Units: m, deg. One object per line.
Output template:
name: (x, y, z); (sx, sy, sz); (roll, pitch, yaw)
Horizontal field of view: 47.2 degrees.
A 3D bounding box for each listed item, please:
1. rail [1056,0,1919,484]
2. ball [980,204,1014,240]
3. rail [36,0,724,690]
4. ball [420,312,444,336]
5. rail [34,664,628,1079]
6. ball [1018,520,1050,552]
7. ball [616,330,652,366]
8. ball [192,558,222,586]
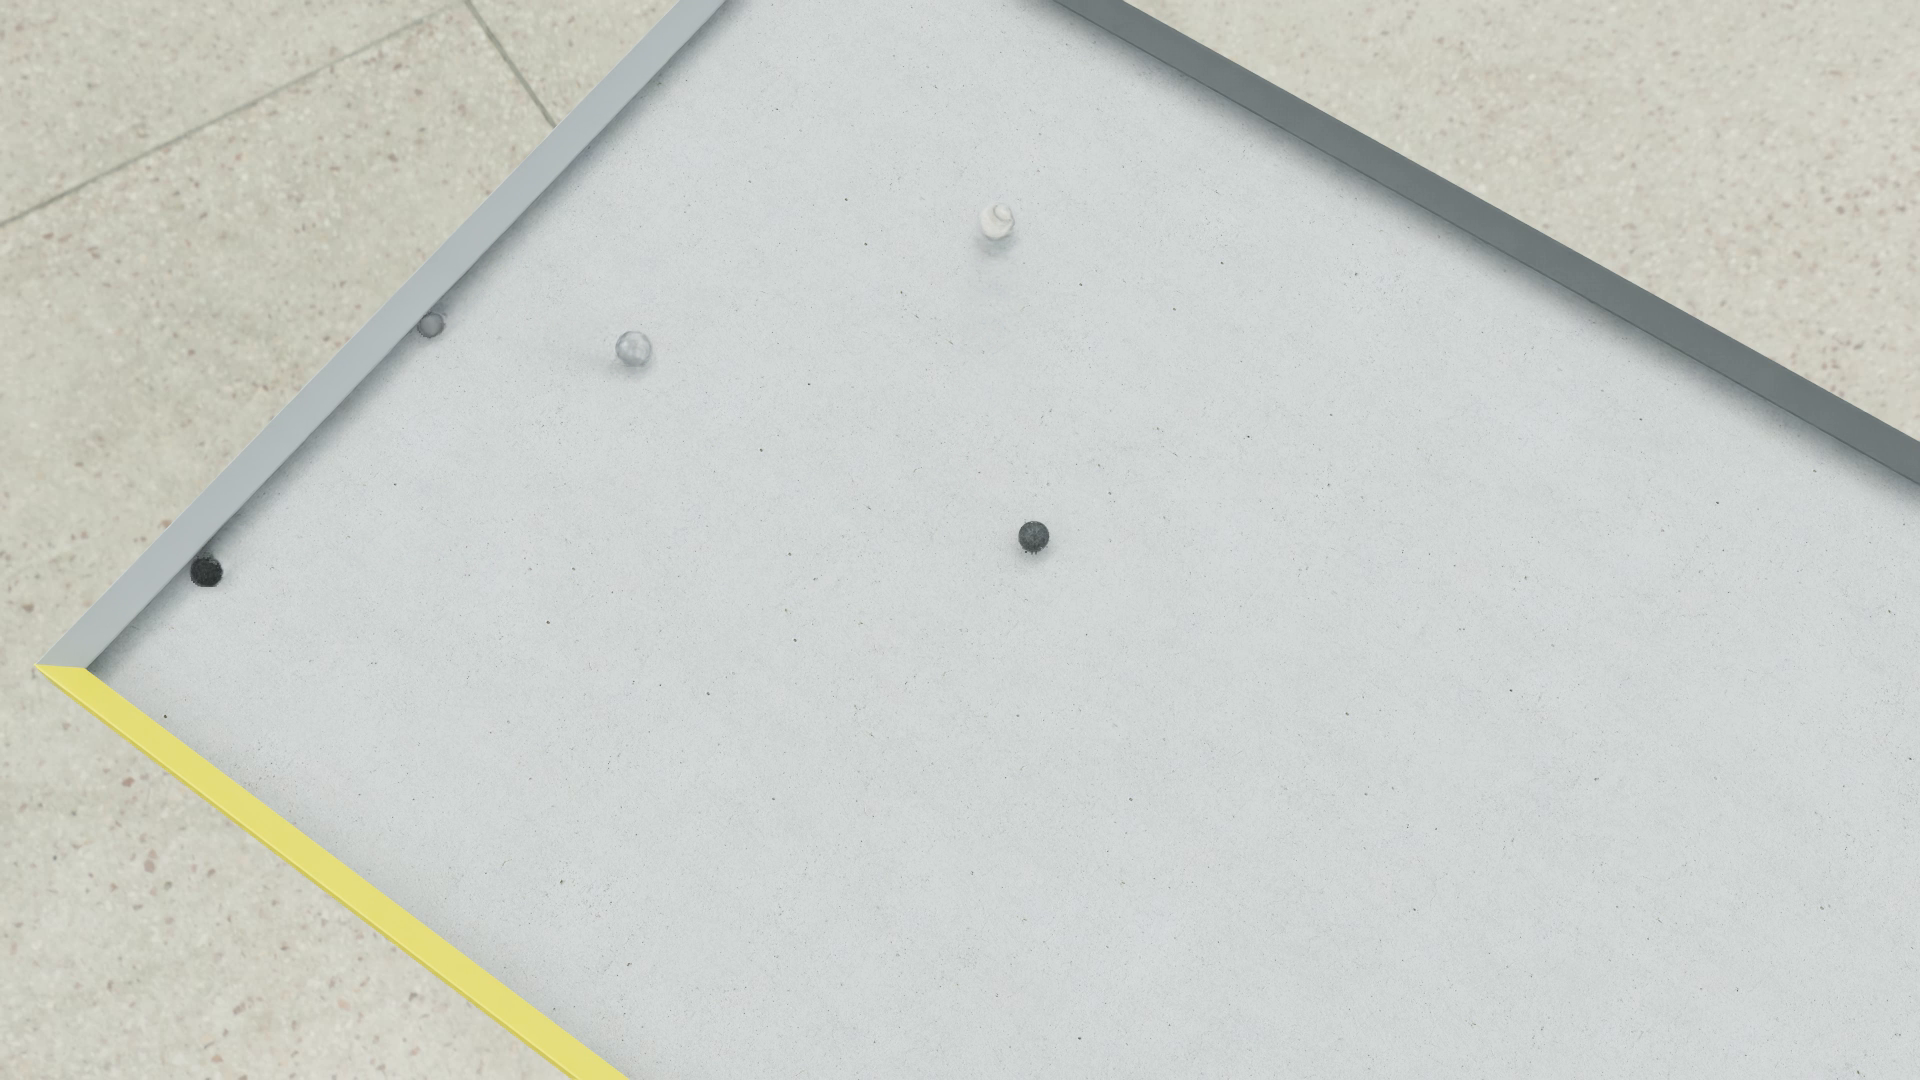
rail: (1.438, -0.210, 3.685); (4.156, 0.081, 0.045); (33, 69, 15)
ball: (0.065, -0.560, 3.866); (0.063, 0.063, 0.063); (0, 64, 0)
rail: (-0.826, -0.538, 3.844); (0.045, 0.081, 2.085); (33, 69, 15)
ball: (-0.909, -0.371, 3.786); (0.042, 0.042, 0.042); (0, 64, 0)
rail: (0.254, 1.284, 2.964); (4.156, 0.081, 0.045); (33, 69, 15)
ball: (0.121, -0.006, 3.604); (0.052, 0.052, 0.052); (0, 64, 0)
ball: (-0.558, -0.328, 3.755); (0.060, 0.060, 0.060); (0, 64, 0)
ball: (-1.225, 0.052, 3.579); (0.048, 0.048, 0.048); (0, 64, 0)
